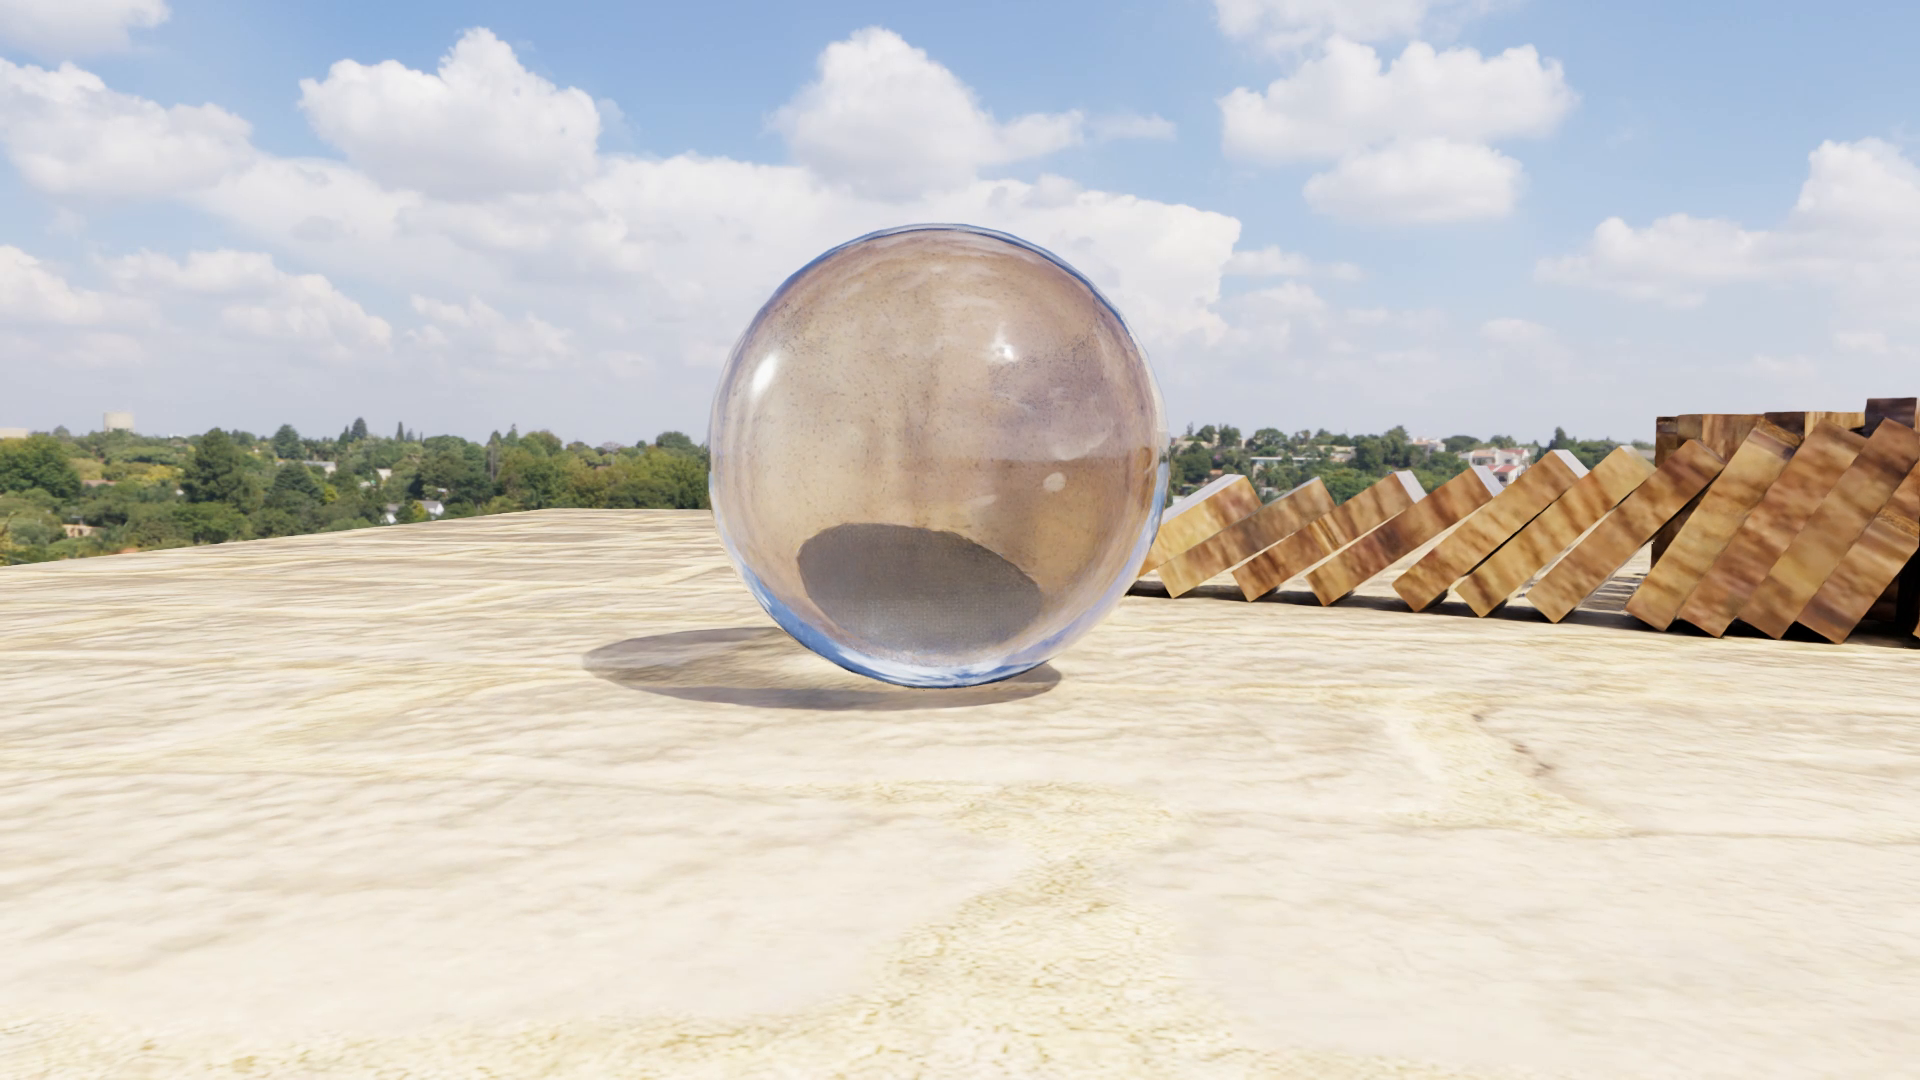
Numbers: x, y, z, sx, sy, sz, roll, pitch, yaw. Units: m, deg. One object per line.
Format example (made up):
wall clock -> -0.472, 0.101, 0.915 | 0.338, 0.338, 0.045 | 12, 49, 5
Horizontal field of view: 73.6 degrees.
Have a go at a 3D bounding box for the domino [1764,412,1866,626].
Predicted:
domino -> 0.204, -0.005, 0.307 | 0.025, 0.050, 0.010 | -2, 5, -24

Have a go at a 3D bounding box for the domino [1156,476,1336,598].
domino -> 0.080, -0.001, 0.359 | 0.050, 0.010, 0.025 | -30, -3, 14

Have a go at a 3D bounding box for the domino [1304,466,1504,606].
domino -> 0.116, -0.001, 0.335 | 0.050, 0.009, 0.025 | -38, -15, 27

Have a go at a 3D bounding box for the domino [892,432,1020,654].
domino -> 0.000, 0.000, 0.270 | 0.025, 0.050, 0.010 | 0, -34, 2

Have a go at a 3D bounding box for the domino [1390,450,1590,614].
domino -> 0.134, -0.002, 0.323 | 0.050, 0.010, 0.025 | -47, -21, 27

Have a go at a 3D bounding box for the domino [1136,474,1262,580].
domino -> 0.060, -0.002, 0.367 | 0.050, 0.010, 0.025 | -31, 4, 2

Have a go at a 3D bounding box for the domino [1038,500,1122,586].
domino -> 0.027, 0.001, 0.378 | 0.025, 0.009, 0.050 | -9, 14, 28

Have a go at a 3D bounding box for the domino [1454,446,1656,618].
domino -> 0.146, -0.002, 0.314 | 0.050, 0.009, 0.025 | -49, -22, 26

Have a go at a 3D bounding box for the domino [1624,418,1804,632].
domino -> 0.173, -0.003, 0.293 | 0.010, 0.050, 0.025 | 37, 23, 27

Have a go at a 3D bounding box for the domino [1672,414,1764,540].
domino -> 0.198, -0.007, 0.329 | 0.025, 0.050, 0.009 | 0, 4, -6

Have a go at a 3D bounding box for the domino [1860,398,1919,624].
domino -> 0.216, -0.006, 0.296 | 0.025, 0.050, 0.010 | 6, 0, -39

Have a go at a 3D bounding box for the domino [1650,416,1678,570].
domino -> 0.205, -0.009, 0.351 | 0.025, 0.050, 0.010 | 4, 6, 41

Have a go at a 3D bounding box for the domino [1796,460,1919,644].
domino -> 0.200, -0.002, 0.275 | 0.009, 0.050, 0.025 | 37, 24, 27

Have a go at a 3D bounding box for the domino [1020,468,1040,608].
domino -> 0.009, -0.002, 0.352 | 0.025, 0.009, 0.050 | 0, 38, 4

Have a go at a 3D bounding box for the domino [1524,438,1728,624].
domino -> 0.158, -0.002, 0.305 | 0.009, 0.050, 0.025 | 48, 27, 21

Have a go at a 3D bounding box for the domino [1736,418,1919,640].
domino -> 0.191, -0.003, 0.282 | 0.009, 0.050, 0.025 | 37, 23, 27

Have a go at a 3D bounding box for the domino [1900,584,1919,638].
domino -> 0.214, -0.003, 0.268 | 0.009, 0.050, 0.025 | 24, 16, 28

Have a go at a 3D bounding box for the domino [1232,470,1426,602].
domino -> 0.100, -0.001, 0.346 | 0.050, 0.009, 0.025 | -35, -13, 26

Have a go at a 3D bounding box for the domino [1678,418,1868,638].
domino -> 0.180, -0.003, 0.284 | 0.010, 0.050, 0.025 | 37, 23, 27

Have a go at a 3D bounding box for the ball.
ball -> -0.004, -0.014, 0.223 | 0.080, 0.080, 0.080 | 0, 4, 0
